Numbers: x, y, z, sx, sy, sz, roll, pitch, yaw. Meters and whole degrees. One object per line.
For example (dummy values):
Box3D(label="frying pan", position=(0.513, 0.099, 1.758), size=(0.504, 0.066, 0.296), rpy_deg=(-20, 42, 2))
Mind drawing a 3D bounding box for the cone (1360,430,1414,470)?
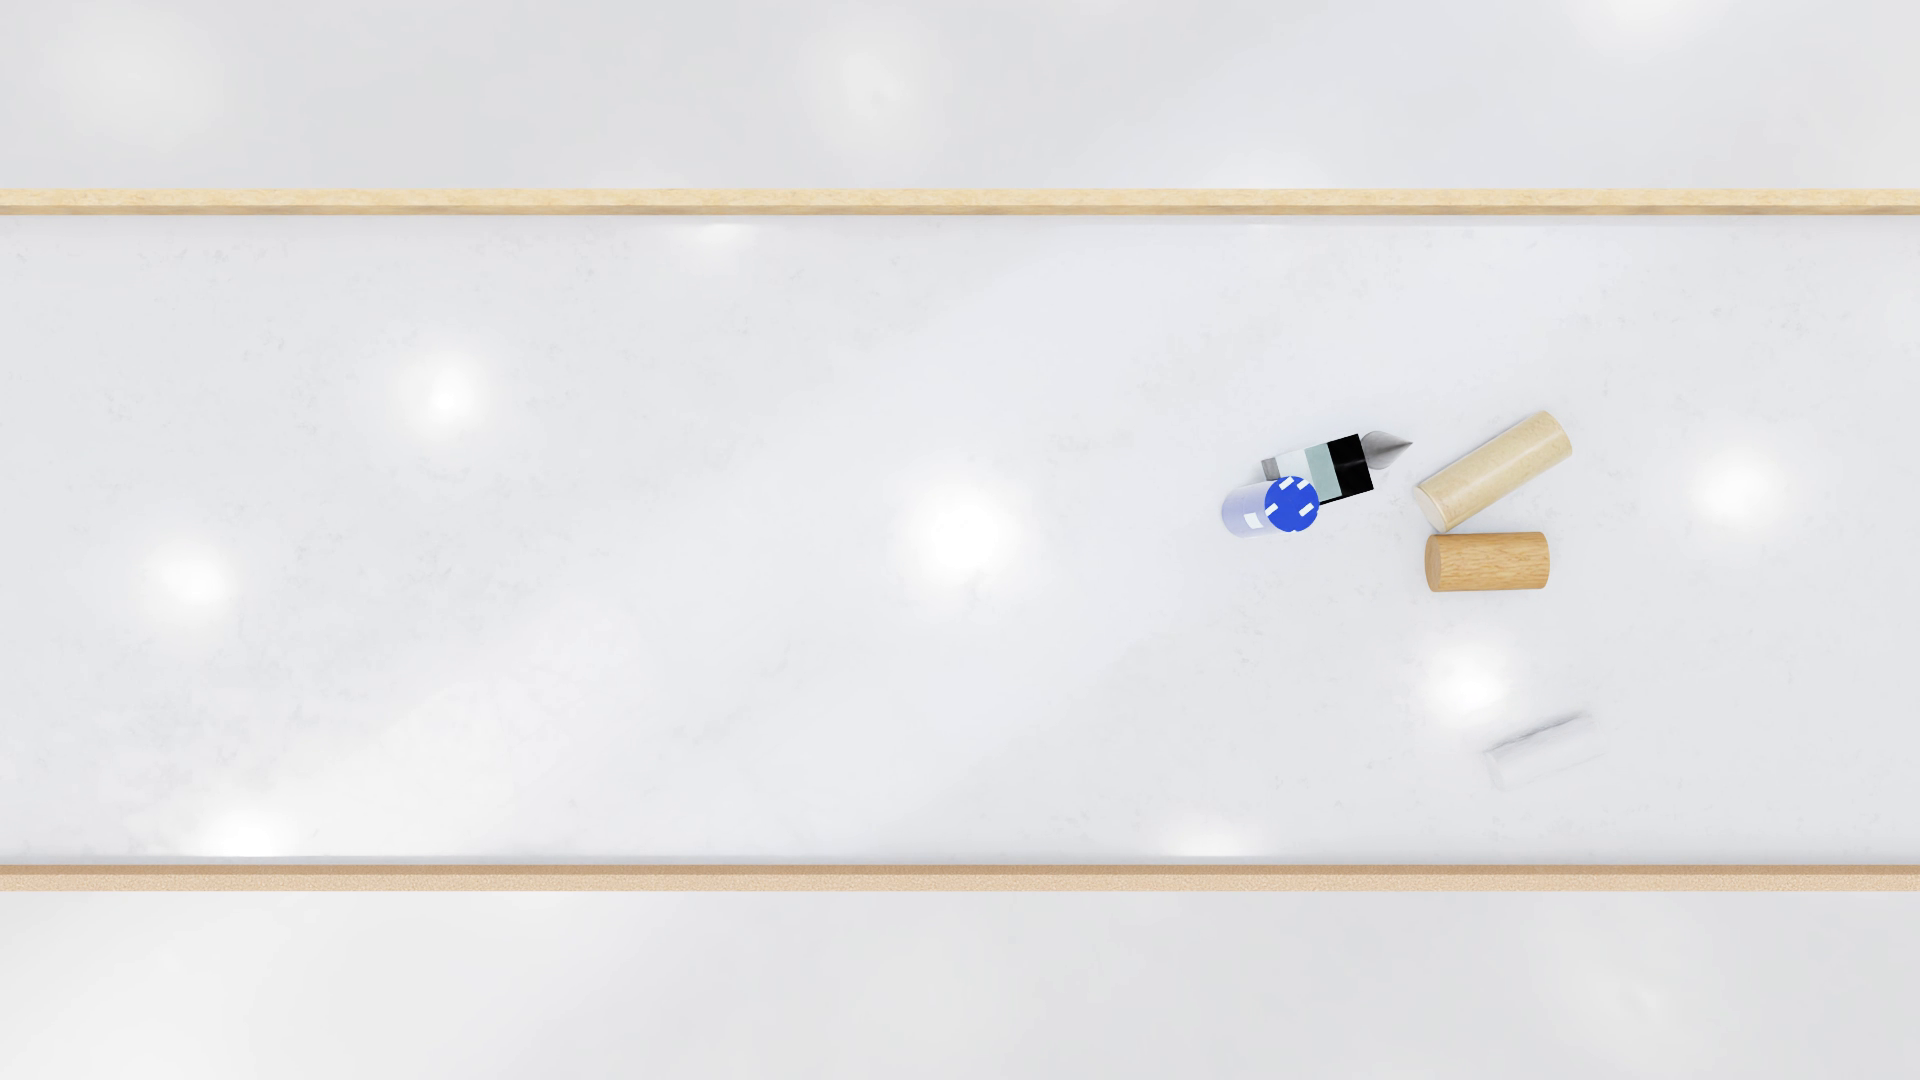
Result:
Box3D(label="cone", position=(1.285, -0.276, 4.872), size=(0.121, 0.409, 0.121), rpy_deg=(0, 90, 0))

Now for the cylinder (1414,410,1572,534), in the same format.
Box3D(label="cylinder", position=(1.612, -0.206, 4.994), size=(0.446, 0.166, 0.166), rpy_deg=(-31, 90, 0))

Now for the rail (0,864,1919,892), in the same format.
Box3D(label="rail", position=(-2.247, 1.025, 5.001), size=(12.000, 0.150, 0.050), rpy_deg=(0, 90, 0))

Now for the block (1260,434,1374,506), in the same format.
Box3D(label="block", position=(1.049, -0.193, 4.868), size=(0.167, 0.400, 0.167), rpy_deg=(-16, 90, -7))

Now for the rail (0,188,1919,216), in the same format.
Box3D(label="rail", position=(-2.247, -1.025, 5.002), size=(12.000, 0.150, 0.050), rpy_deg=(0, 90, 0))

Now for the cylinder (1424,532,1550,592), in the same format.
Box3D(label="cylinder", position=(1.592, 0.066, 4.989), size=(0.324, 0.175, 0.175), rpy_deg=(-2, 90, 0))

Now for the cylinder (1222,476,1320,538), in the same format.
Box3D(label="cylinder", position=(0.908, -0.092, 4.854), size=(0.160, 0.427, 0.160), rpy_deg=(0, 88, -7))

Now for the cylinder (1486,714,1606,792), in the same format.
Box3D(label="cylinder", position=(1.779, 0.648, 5.012), size=(0.326, 0.130, 0.130), rpy_deg=(-20, 90, 0))
